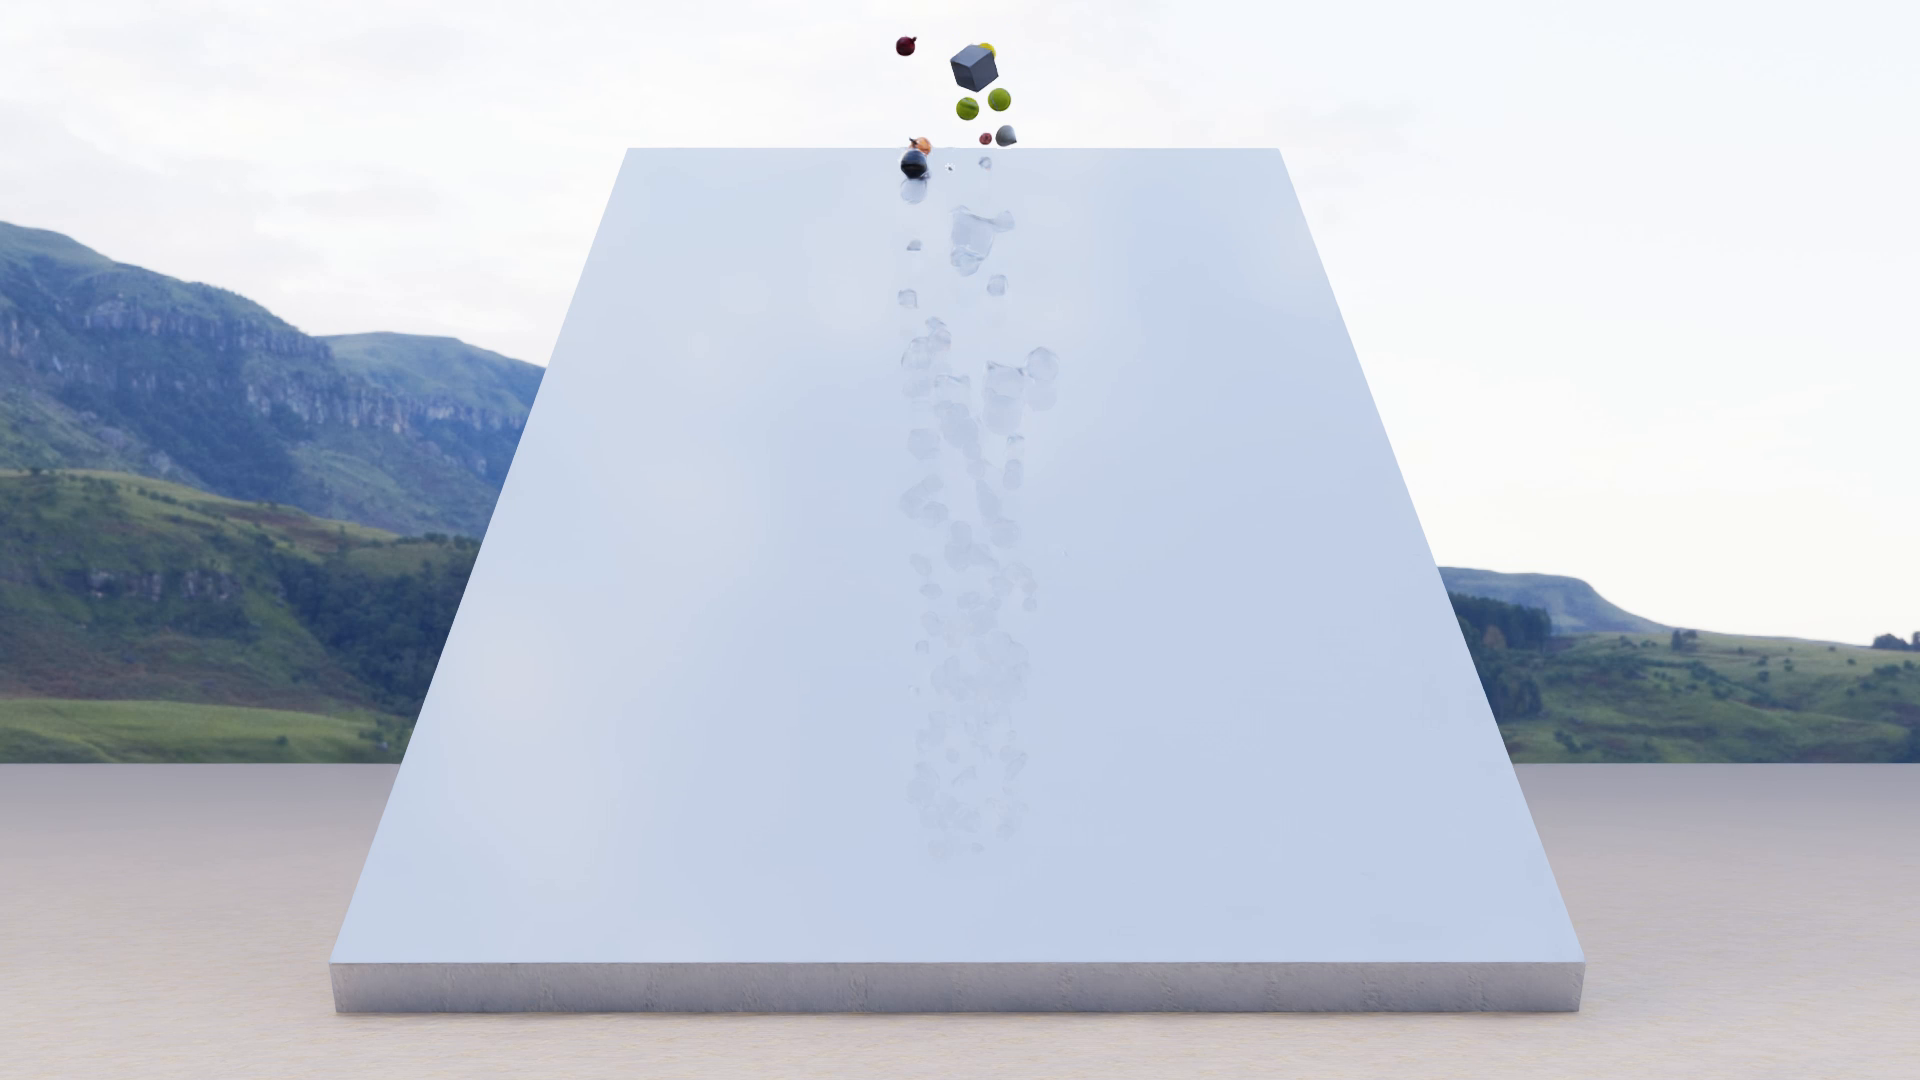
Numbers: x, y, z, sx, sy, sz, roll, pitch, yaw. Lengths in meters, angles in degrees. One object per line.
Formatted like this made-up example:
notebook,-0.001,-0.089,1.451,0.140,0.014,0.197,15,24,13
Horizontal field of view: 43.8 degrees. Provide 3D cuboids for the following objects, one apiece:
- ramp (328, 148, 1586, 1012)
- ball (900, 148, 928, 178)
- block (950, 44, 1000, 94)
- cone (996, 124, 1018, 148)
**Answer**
ramp,-0.011,-0.223,5.583,2.000,0.100,4.000,0,28,0
ball,-0.138,-1.117,7.070,0.084,0.084,0.084,0,-5,0
block,0.043,-1.418,7.169,0.094,0.094,0.094,-40,45,-21
cone,0.151,-1.173,6.983,0.069,0.069,0.069,4,23,-35
